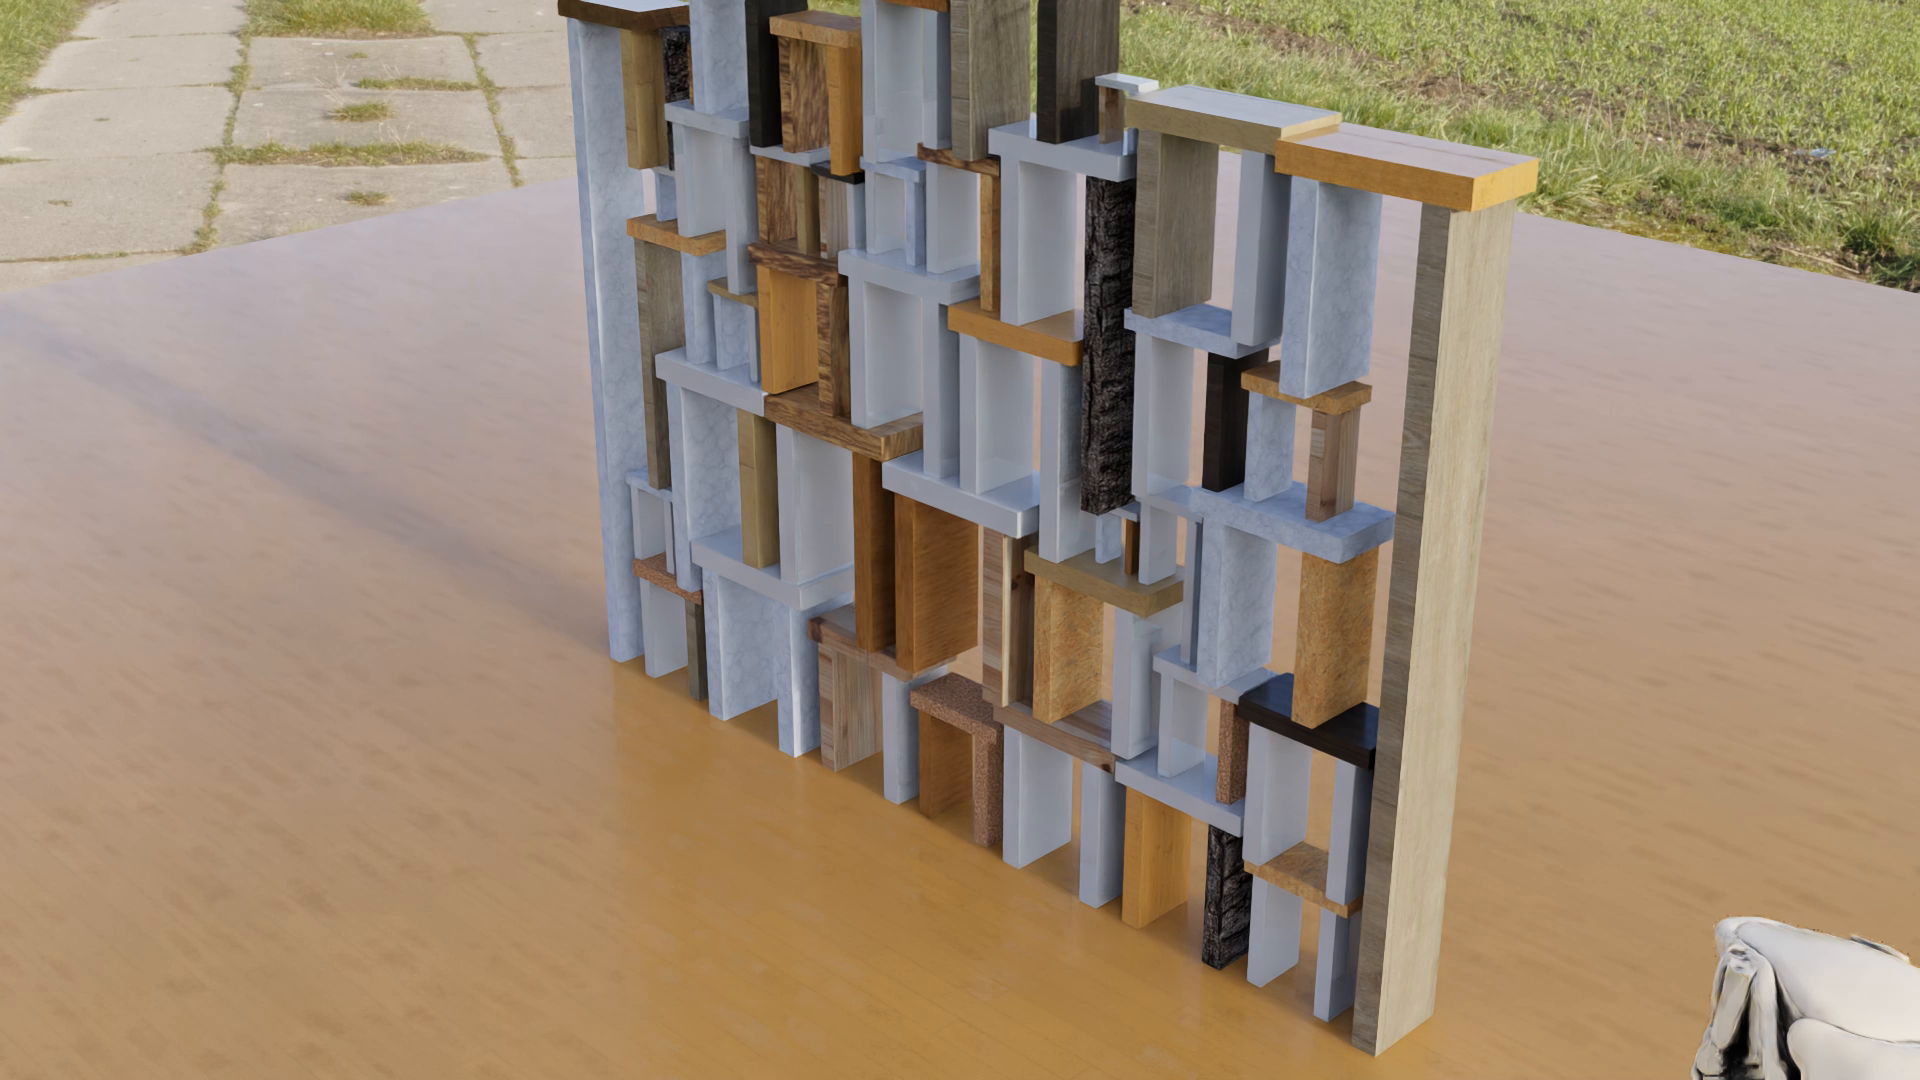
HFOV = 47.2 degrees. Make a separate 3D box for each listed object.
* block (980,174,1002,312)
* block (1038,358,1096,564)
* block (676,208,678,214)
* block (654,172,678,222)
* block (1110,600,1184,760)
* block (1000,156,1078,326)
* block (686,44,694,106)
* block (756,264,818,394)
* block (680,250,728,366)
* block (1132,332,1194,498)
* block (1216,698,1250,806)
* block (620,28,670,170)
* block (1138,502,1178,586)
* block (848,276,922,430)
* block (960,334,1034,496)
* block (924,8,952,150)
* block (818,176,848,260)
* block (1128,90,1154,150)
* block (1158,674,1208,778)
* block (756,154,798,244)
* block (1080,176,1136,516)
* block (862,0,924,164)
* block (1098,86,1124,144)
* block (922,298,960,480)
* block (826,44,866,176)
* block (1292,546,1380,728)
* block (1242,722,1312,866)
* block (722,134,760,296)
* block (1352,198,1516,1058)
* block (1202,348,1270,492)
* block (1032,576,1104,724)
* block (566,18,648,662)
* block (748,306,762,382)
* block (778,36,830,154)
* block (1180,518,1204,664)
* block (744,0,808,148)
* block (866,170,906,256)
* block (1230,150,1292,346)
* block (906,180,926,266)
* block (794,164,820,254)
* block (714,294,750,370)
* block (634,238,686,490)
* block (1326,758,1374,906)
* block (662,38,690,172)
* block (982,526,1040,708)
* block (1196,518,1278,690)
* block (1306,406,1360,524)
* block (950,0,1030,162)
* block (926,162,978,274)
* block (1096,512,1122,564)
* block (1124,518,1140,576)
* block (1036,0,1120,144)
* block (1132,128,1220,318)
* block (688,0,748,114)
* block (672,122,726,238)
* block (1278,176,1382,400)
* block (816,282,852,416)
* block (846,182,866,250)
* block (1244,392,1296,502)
[{"bbox_3d":[0.082,-0.538,3.914,0.029,0.245,0.103,21,31,40],"label":"block"},{"bbox_3d":[0.210,-0.158,3.925,0.043,0.377,0.151,21,31,41],"label":"block"},{"bbox_3d":[-0.560,-0.700,4.536,0.052,0.103,0.015,-22,31,-40],"label":"block"},{"bbox_3d":[-0.609,-0.719,4.581,0.052,0.104,0.015,-22,31,-40],"label":"block"},{"bbox_3d":[0.339,0.236,3.956,0.041,0.291,0.145,21,31,41],"label":"block"},{"bbox_3d":[0.138,-0.535,3.842,0.148,0.295,0.042,-22,31,-41],"label":"block"},{"bbox_3d":[-0.511,-0.931,4.379,0.061,0.122,0.017,-21,31,-40],"label":"block"},{"bbox_3d":[-0.339,-0.434,4.402,0.131,0.261,0.037,-22,31,-40],"label":"block"},{"bbox_3d":[-0.517,-0.494,4.571,0.034,0.237,0.118,21,31,40],"label":"block"},{"bbox_3d":[0.346,-0.226,3.751,0.034,0.292,0.118,20,30,39],"label":"block"},{"bbox_3d":[0.493,0.353,3.836,0.028,0.200,0.100,21,31,41],"label":"block"},{"bbox_3d":[-0.619,-0.912,4.505,0.141,0.282,0.040,-21,31,-40],"label":"block"},{"bbox_3d":[0.347,-0.003,3.849,0.076,0.151,0.021,-21,31,-41],"label":"block"},{"bbox_3d":[-0.142,-0.375,4.225,0.148,0.296,0.042,-21,31,-40],"label":"block"},{"bbox_3d":[0.068,-0.248,4.041,0.151,0.302,0.043,-22,31,-40],"label":"block"},{"bbox_3d":[-0.009,-0.820,3.880,0.121,0.242,0.034,-21,31,-40],"label":"block"},{"bbox_3d":[-0.239,-0.624,4.212,0.063,0.162,0.018,-21,31,-40],"label":"block"},{"bbox_3d":[0.296,-0.690,3.602,0.047,0.095,0.013,-21,30,-40],"label":"block"},{"bbox_3d":[0.399,0.316,3.923,0.028,0.200,0.100,21,31,41],"label":"block"},{"bbox_3d":[-0.357,-0.677,4.325,0.025,0.174,0.087,21,31,41],"label":"block"},{"bbox_3d":[0.277,-0.342,3.773,0.148,0.596,0.042,-22,31,-40],"label":"block"},{"bbox_3d":[-0.121,-0.841,3.996,0.121,0.296,0.034,-21,31,-40],"label":"block"},{"bbox_3d":[0.251,-0.708,3.643,0.047,0.094,0.013,-21,30,-40],"label":"block"},{"bbox_3d":[-0.001,-0.298,4.105,0.042,0.343,0.148,21,31,41],"label":"block"},{"bbox_3d":[-0.191,-0.803,4.075,0.109,0.237,0.031,-22,31,-40],"label":"block"},{"bbox_3d":[0.617,0.143,3.612,0.152,0.304,0.043,-21,31,-41],"label":"block"},{"bbox_3d":[0.550,0.417,3.797,0.038,0.267,0.134,21,31,40],"label":"block"},{"bbox_3d":[-0.413,-0.657,4.384,0.116,0.321,0.033,-22,31,-40],"label":"block"},{"bbox_3d":[0.743,0.169,3.492,0.049,1.461,0.173,21,31,41],"label":"block"},{"bbox_3d":[0.456,-0.208,3.637,0.034,0.237,0.118,21,31,41],"label":"block"},{"bbox_3d":[0.202,0.182,4.083,0.145,0.291,0.041,-21,31,-41],"label":"block"},{"bbox_3d":[-0.749,-0.417,4.862,0.040,1.471,0.141,21,31,41],"label":"block"},{"bbox_3d":[-0.392,-0.408,4.471,0.023,0.159,0.080,22,32,40],"label":"block"},{"bbox_3d":[-0.289,-0.852,4.170,0.031,0.219,0.109,20,31,41],"label":"block"},{"bbox_3d":[0.419,0.080,3.806,0.021,0.270,0.076,22,31,40],"label":"block"},{"bbox_3d":[-0.347,-0.907,4.207,0.036,0.291,0.126,22,32,40],"label":"block"},{"bbox_3d":[-0.139,-0.619,4.112,0.022,0.158,0.079,21,31,40],"label":"block"},{"bbox_3d":[0.503,-0.475,3.484,0.044,0.310,0.155,22,31,40],"label":"block"},{"bbox_3d":[-0.064,-0.590,4.044,0.022,0.158,0.079,21,31,40],"label":"block"},{"bbox_3d":[-0.275,-0.646,4.250,0.025,0.174,0.087,20,31,41],"label":"block"},{"bbox_3d":[-0.467,-0.439,4.541,0.023,0.159,0.080,21,31,41],"label":"block"},{"bbox_3d":[-0.628,-0.388,4.738,0.034,0.561,0.118,21,31,40],"label":"block"},{"bbox_3d":[0.676,0.466,3.681,0.038,0.267,0.134,21,31,40],"label":"block"},{"bbox_3d":[-0.568,-0.886,4.462,0.017,0.268,0.061,21,31,40],"label":"block"},{"bbox_3d":[0.124,0.120,4.145,0.178,0.356,0.050,-21,31,-40],"label":"block"},{"bbox_3d":[0.474,0.088,3.745,0.043,0.304,0.152,21,31,41],"label":"block"},{"bbox_3d":[0.597,-0.129,3.515,0.027,0.187,0.094,21,31,41],"label":"block"},{"bbox_3d":[0.053,-0.852,3.791,0.044,0.370,0.154,20,30,40],"label":"block"},{"bbox_3d":[-0.015,-0.594,3.995,0.029,0.205,0.103,21,31,40],"label":"block"},{"bbox_3d":[0.266,-0.014,3.935,0.052,0.104,0.015,-21,31,-41],"label":"block"},{"bbox_3d":[0.315,0.005,3.890,0.052,0.104,0.015,-22,31,-40],"label":"block"},{"bbox_3d":[0.197,-0.824,3.644,0.154,0.308,0.044,-22,31,-40],"label":"block"},{"bbox_3d":[0.355,-0.533,3.618,0.044,0.310,0.155,22,31,40],"label":"block"},{"bbox_3d":[-0.466,-0.971,4.307,0.126,0.252,0.036,-22,31,-40],"label":"block"},{"bbox_3d":[-0.522,-0.741,4.467,0.116,0.232,0.033,-22,31,-40],"label":"block"},{"bbox_3d":[0.578,-0.408,3.422,0.049,0.346,0.173,21,31,40],"label":"block"},{"bbox_3d":[-0.216,-0.385,4.289,0.131,0.265,0.037,-22,31,-40],"label":"block"},{"bbox_3d":[-0.184,-0.617,4.147,0.018,0.126,0.063,19,30,38],"label":"block"},{"bbox_3d":[0.508,-0.164,3.597,0.094,0.187,0.027,-21,31,-41],"label":"block"}]
